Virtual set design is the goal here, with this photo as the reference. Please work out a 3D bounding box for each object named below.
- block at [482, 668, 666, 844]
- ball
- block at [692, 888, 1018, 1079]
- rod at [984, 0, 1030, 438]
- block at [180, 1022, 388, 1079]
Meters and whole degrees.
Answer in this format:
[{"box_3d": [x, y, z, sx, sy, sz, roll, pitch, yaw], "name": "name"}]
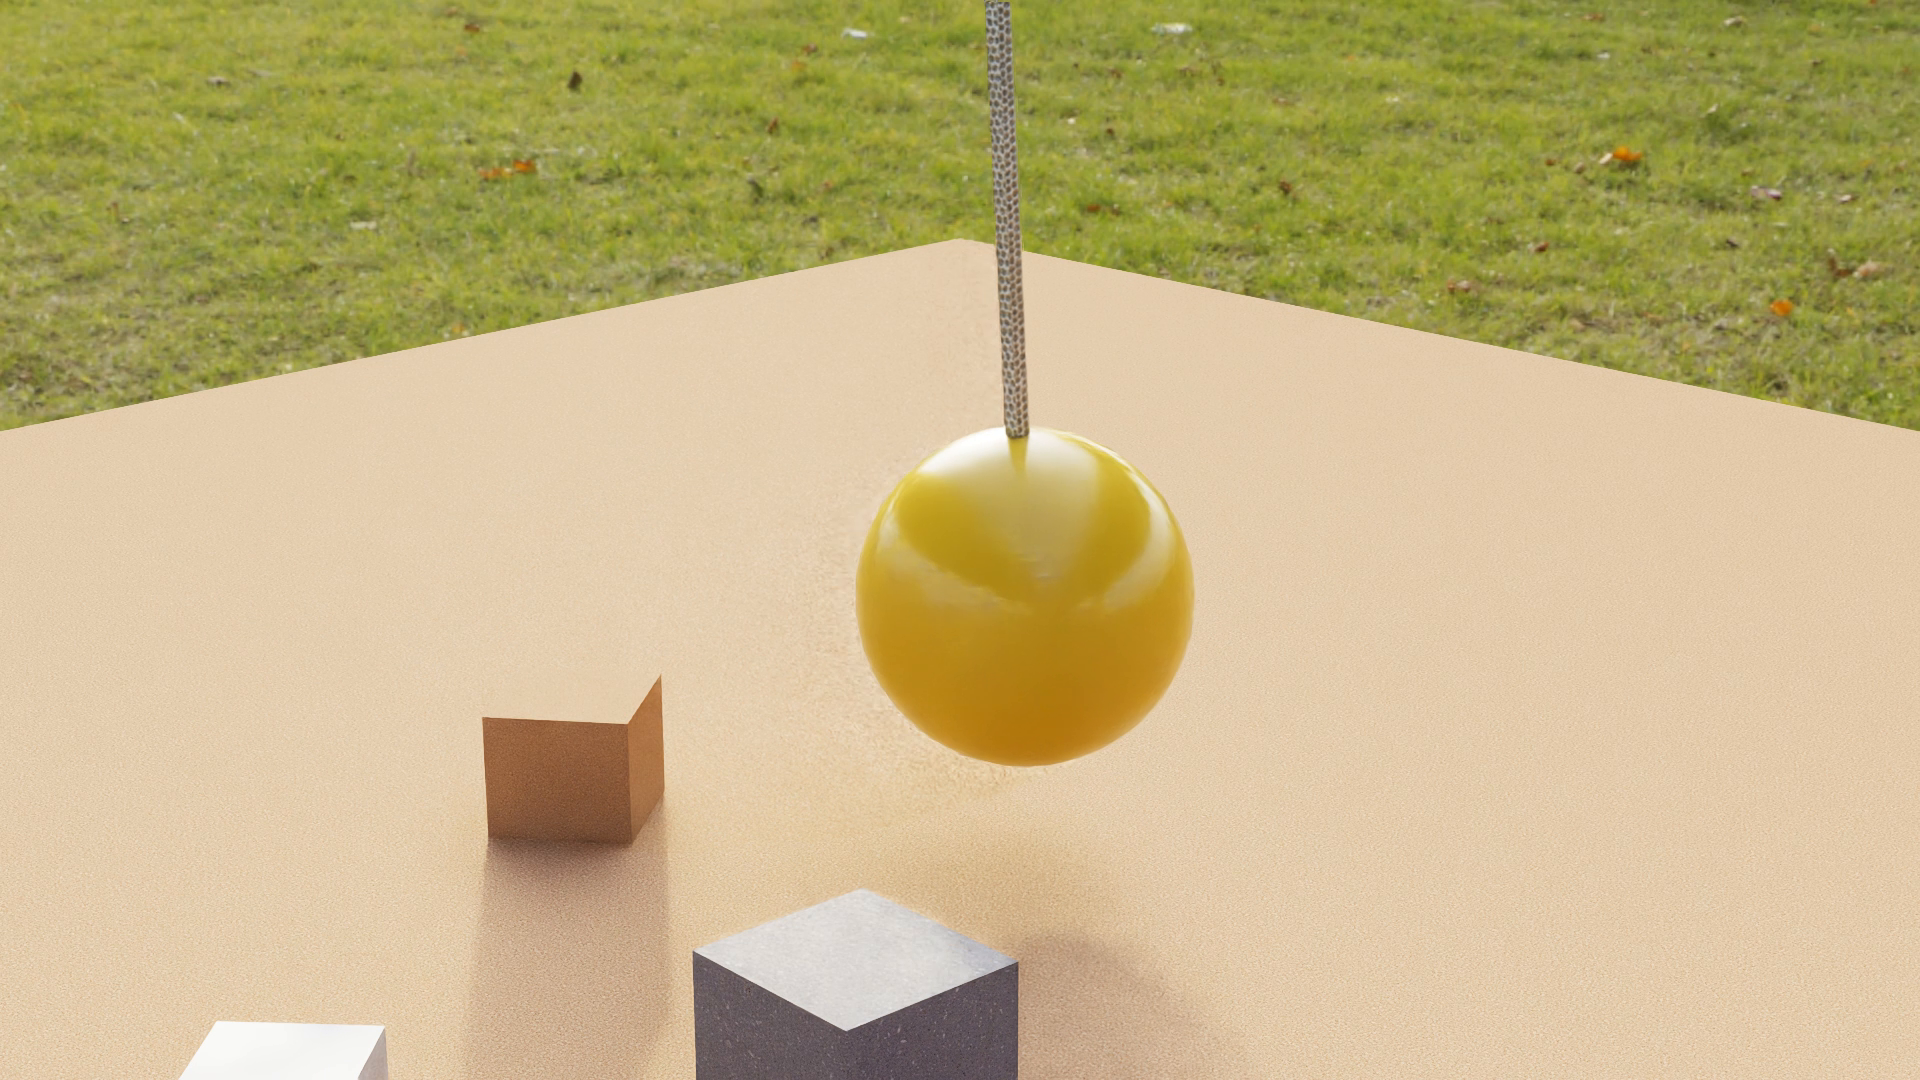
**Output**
[{"box_3d": [-1.843, 1.027, 14.065, 0.696, 0.607, 0.688, 2, 18, 7], "name": "block"}, {"box_3d": [0.304, 0.262, 13.743, 1.600, 1.600, 1.600, 0, 17, 0], "name": "ball"}, {"box_3d": [-0.387, 1.914, 10.905, 0.827, 0.808, 0.880, -15, 23, -40], "name": "block"}, {"box_3d": [0.132, -2.922, 12.562, 0.080, 5.200, 0.080, 17, 28, 42], "name": "rod"}, {"box_3d": [-2.408, 2.142, 10.470, 0.619, 0.635, 0.559, 1, 17, 3], "name": "block"}]
